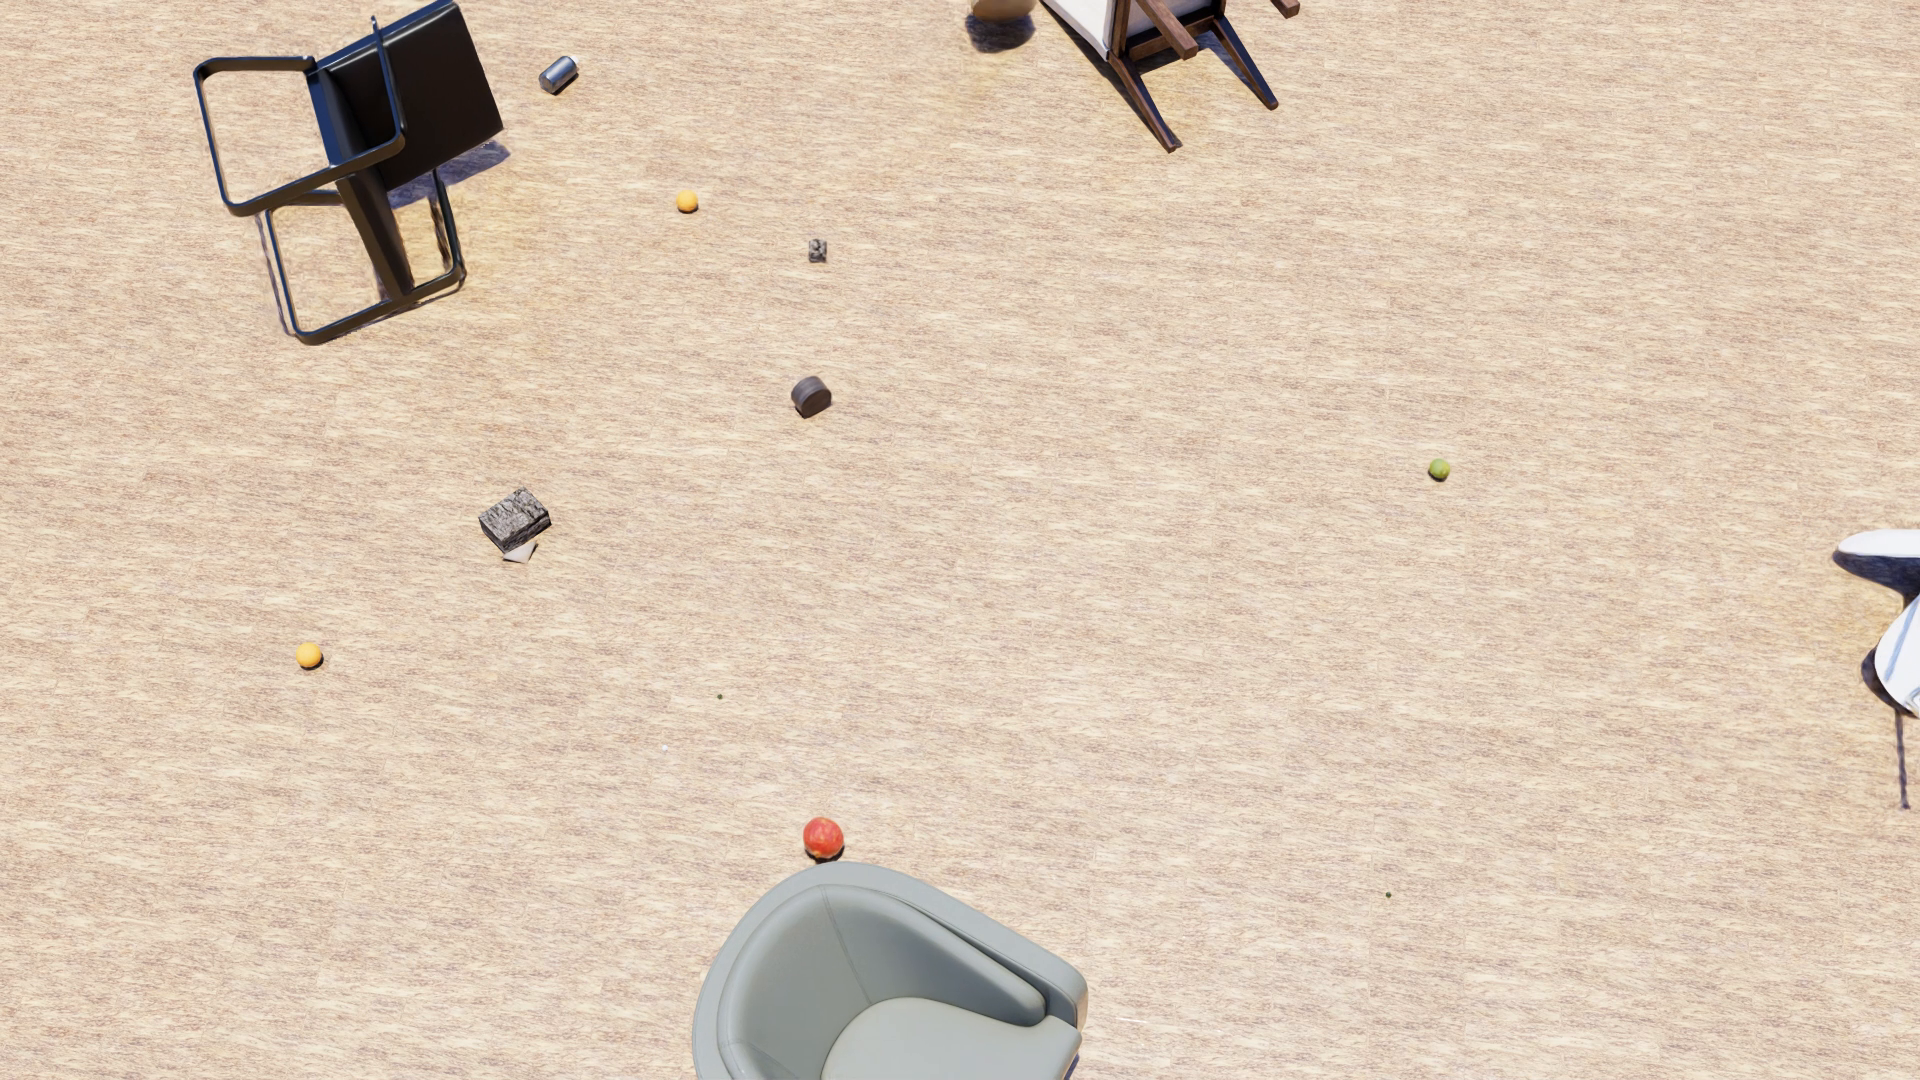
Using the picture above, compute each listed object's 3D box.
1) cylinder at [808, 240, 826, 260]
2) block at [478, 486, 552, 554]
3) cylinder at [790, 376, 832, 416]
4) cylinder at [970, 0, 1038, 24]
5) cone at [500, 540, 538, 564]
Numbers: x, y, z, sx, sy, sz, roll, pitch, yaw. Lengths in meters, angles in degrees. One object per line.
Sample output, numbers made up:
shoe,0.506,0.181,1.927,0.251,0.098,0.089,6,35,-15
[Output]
cylinder,-0.465,-0.945,7.185,0.059,0.037,0.071,-26,28,6
block,-1.328,-0.057,6.564,0.168,0.081,0.122,-37,64,-22
cylinder,-0.459,-0.446,6.805,0.111,0.113,0.063,-38,62,1
cylinder,0.142,-1.913,7.637,0.228,0.357,0.127,-14,85,9
cone,-1.298,0.049,6.528,0.122,0.048,0.053,-27,85,-13
